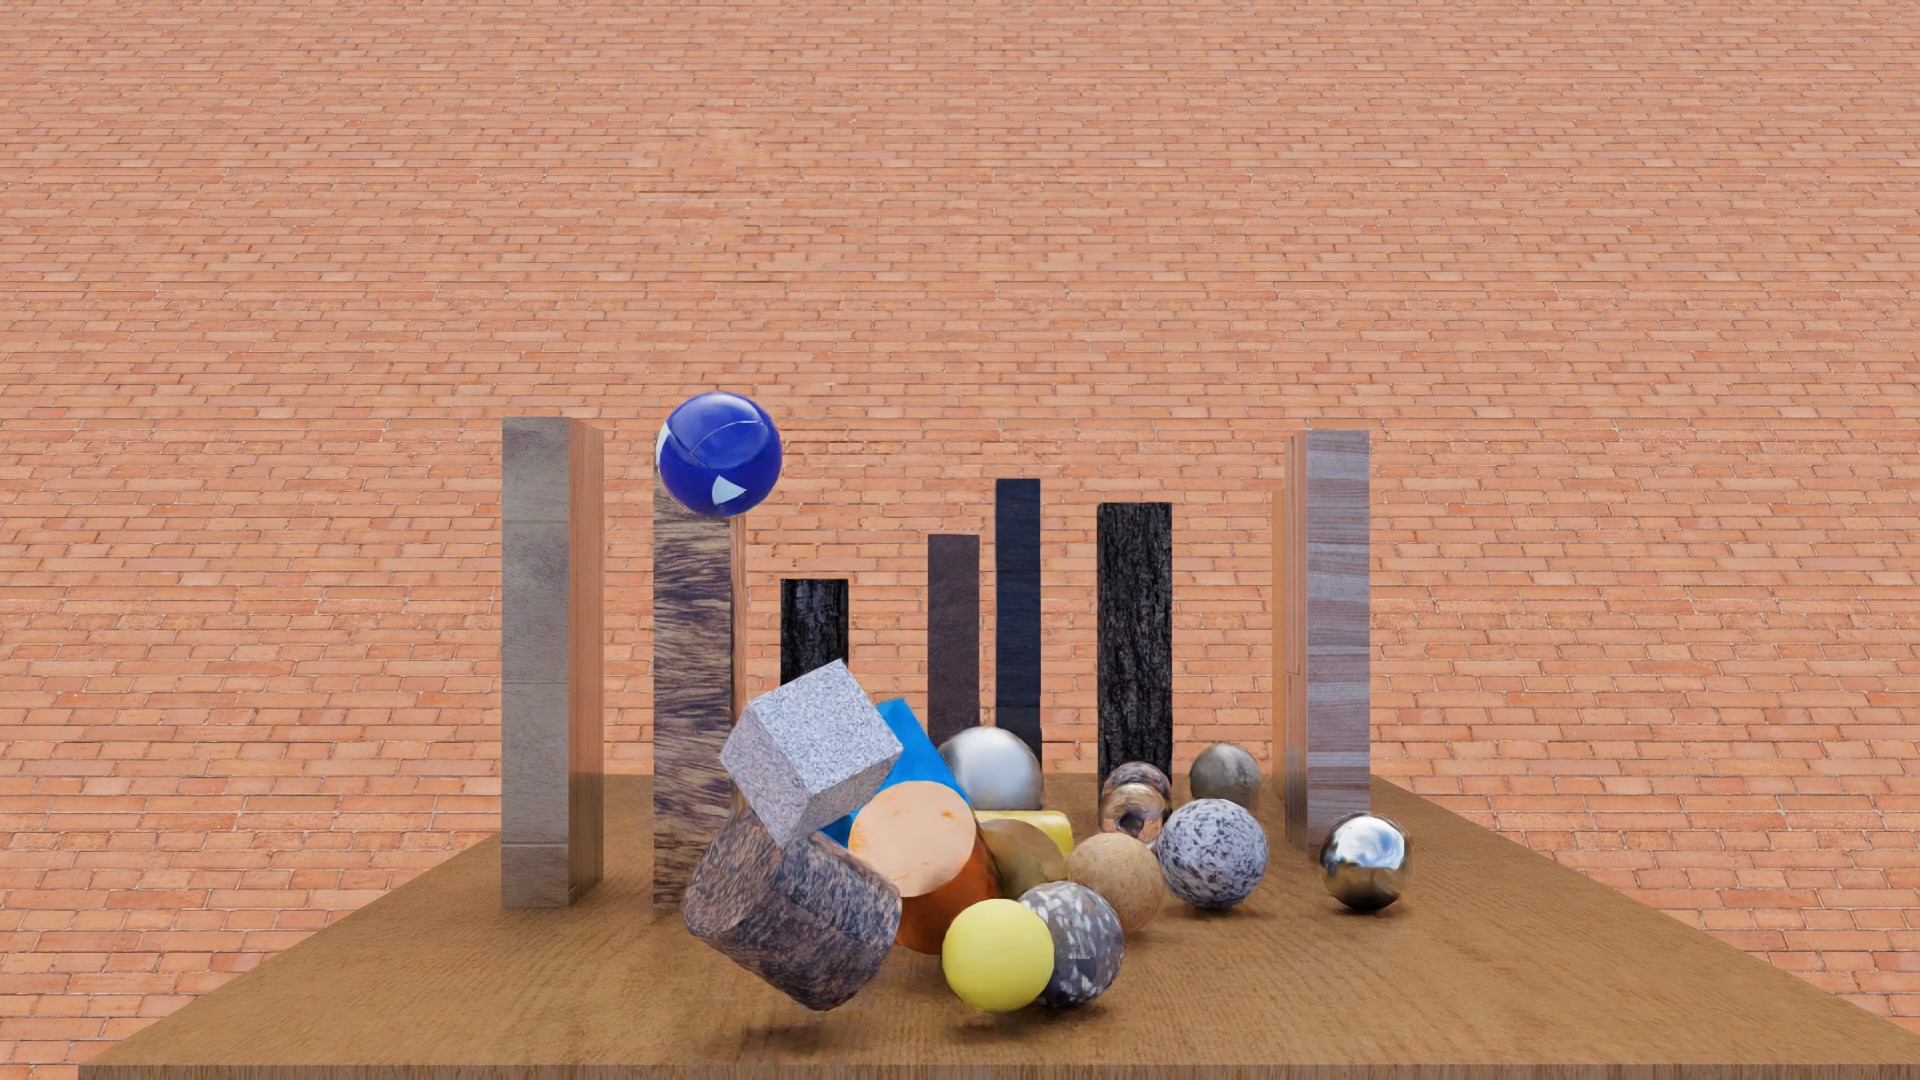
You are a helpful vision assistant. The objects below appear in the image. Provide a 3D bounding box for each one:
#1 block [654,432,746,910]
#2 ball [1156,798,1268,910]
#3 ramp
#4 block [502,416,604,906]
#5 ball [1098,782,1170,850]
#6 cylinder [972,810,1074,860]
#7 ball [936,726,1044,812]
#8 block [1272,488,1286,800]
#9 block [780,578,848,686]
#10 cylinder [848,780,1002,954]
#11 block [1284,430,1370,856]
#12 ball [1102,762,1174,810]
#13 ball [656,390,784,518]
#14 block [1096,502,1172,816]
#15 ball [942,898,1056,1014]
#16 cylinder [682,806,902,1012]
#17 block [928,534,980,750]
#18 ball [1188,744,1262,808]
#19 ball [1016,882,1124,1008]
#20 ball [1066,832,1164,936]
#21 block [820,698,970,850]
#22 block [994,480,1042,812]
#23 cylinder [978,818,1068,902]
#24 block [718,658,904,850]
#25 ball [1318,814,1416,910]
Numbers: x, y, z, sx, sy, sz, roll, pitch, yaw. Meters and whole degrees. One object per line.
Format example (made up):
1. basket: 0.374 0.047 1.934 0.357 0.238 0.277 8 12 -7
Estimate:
1. block: -0.414 0.204 4.157 0.119 0.736 0.305 0 -1 0
2. ball: 0.389 0.484 4.001 0.171 0.171 0.171 0 32 0
3. ramp: 0.072 0.629 4.725 2.000 0.100 4.000 0 -1 0
4. block: -0.661 0.192 4.231 0.105 0.762 0.399 0 -1 0
5. ball: 0.321 0.513 4.795 0.134 0.134 0.134 0 32 0
6. cylinder: 0.084 0.492 4.006 0.146 0.146 0.146 3 30 -17
7. ball: 0.040 0.403 4.252 0.195 0.195 0.195 0 32 0
8. block: 0.788 0.240 6.056 0.083 0.715 0.280 0 -1 0
9. block: -0.248 0.321 4.455 0.101 0.509 0.260 0 -1 0
10. cylinder: -0.043 0.419 3.314 0.165 0.165 0.165 -7 55 11
11. block: 0.696 0.191 4.929 0.115 0.781 0.330 0 -1 0
12. ball: 0.355 0.514 5.189 0.142 0.142 0.142 0 32 0
13. ball: -0.269 -0.096 2.897 0.142 0.142 0.142 0 32 0
14. block: 0.378 0.257 5.638 0.144 0.670 0.279 0 -1 0
15. ball: 0.044 0.475 2.960 0.130 0.130 0.130 0 32 0
16. cylinder: -0.191 0.417 2.949 0.176 0.176 0.176 -36 32 27
17. block: -0.011 0.285 4.520 0.087 0.584 0.338 0 -1 0
18. ball: 0.568 0.513 5.554 0.154 0.154 0.154 0 32 0
19. ball: 0.121 0.482 3.089 0.150 0.150 0.150 0 32 0
20. ball: 0.217 0.491 3.694 0.149 0.149 0.149 0 32 0
21. block: -0.141 0.363 3.661 0.181 0.181 0.181 -20 17 50
22. block: 0.109 0.236 4.948 0.082 0.694 0.287 0 -1 0
23. cylinder: 0.047 0.473 3.504 0.178 0.178 0.178 7 1 11
24. block: -0.158 0.226 2.742 0.122 0.122 0.122 -25 69 -34
25. ball: 0.626 0.495 3.987 0.148 0.148 0.148 0 32 0
